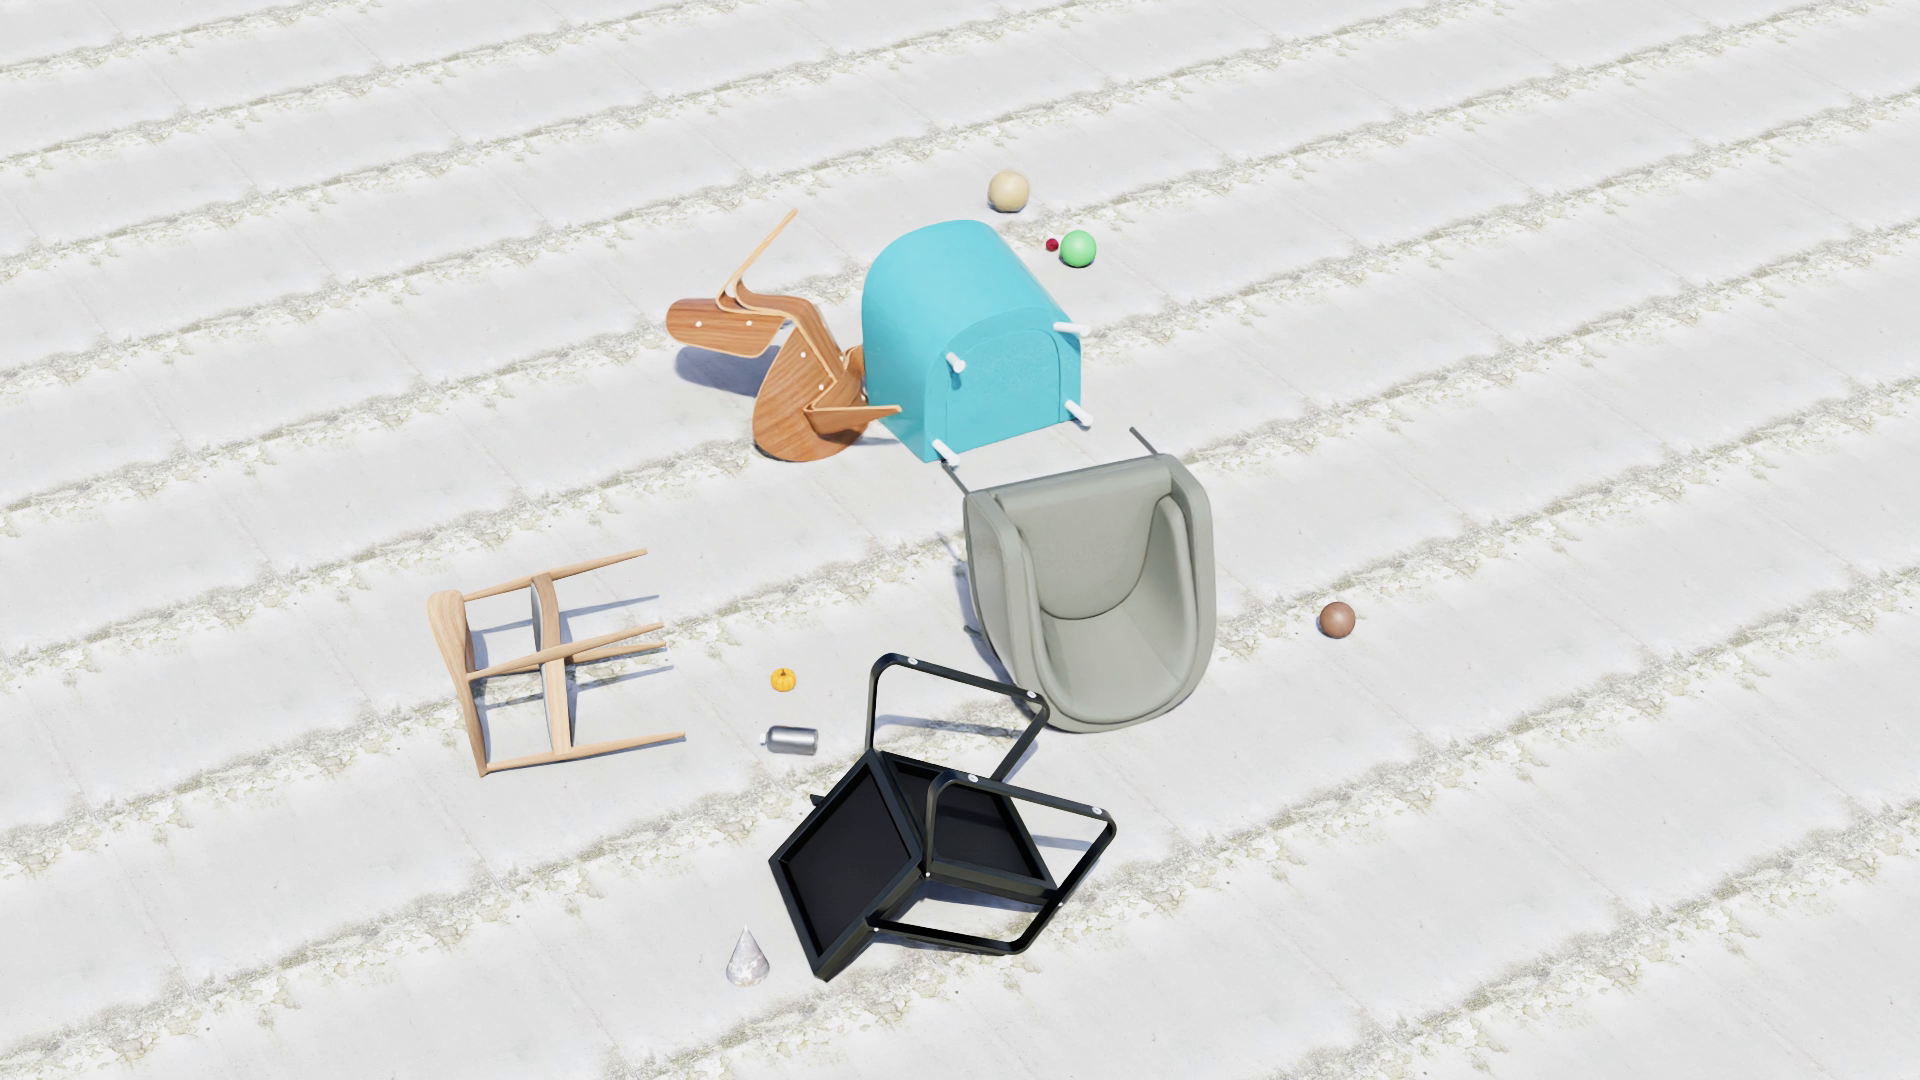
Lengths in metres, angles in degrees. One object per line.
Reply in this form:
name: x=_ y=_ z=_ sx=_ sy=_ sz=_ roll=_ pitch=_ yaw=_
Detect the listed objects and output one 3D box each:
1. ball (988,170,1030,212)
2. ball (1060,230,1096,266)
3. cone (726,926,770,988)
ball: x=0.219 y=-1.564 z=13.147 sx=0.188 sy=0.188 sz=0.188 roll=0 pitch=33 yaw=0
ball: x=0.514 y=-1.265 z=12.719 sx=0.160 sy=0.160 sz=0.160 roll=0 pitch=33 yaw=0
cone: x=-0.648 y=1.236 z=8.900 sx=0.133 sy=0.185 sz=0.157 roll=5 pitch=34 yaw=8
